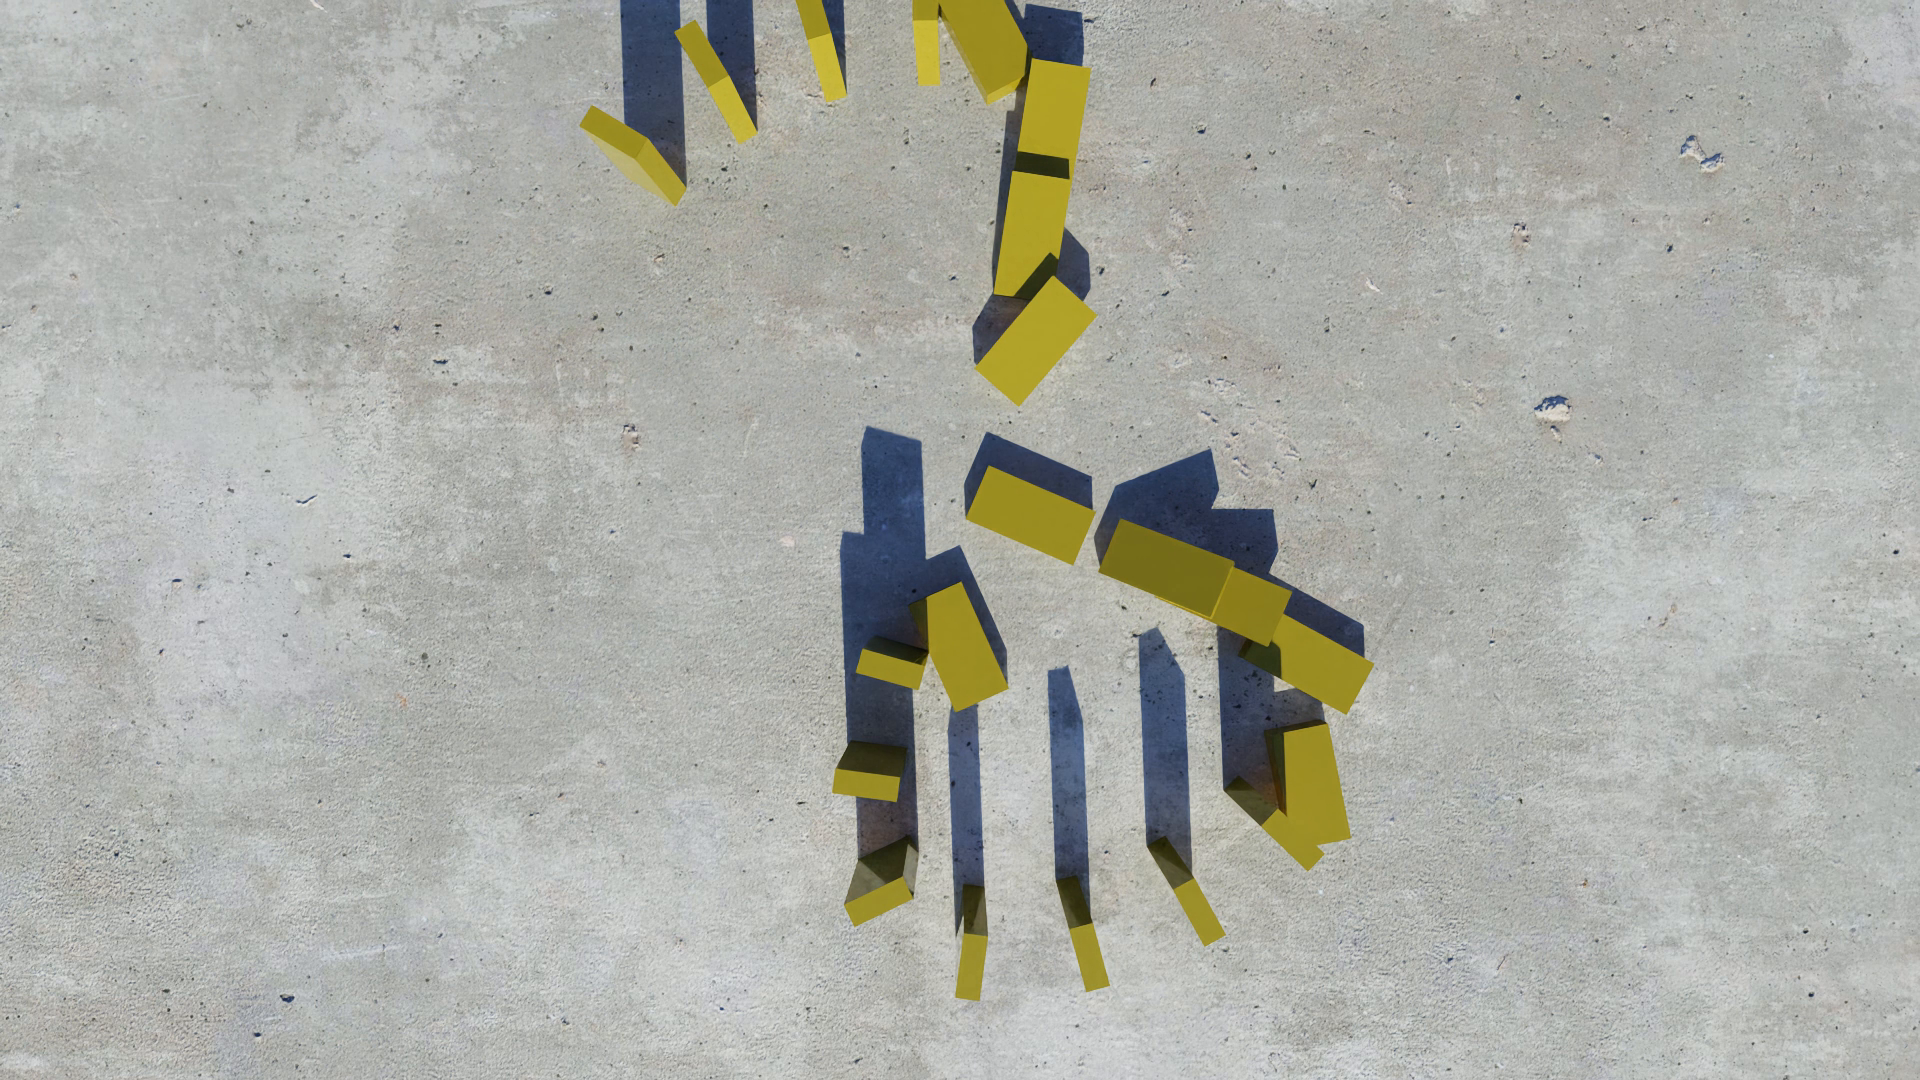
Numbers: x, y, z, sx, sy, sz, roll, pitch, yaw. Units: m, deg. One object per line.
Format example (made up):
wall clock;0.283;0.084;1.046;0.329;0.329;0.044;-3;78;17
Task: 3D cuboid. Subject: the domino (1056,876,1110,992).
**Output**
domino;0.050;0.160;0.375;0.010;0.050;0.025;-15;90;0

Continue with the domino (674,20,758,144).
domino;-0.099;-0.186;0.375;0.009;0.050;0.025;-31;90;0

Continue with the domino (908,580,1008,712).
domino;-0.001;0.046;0.395;0.025;0.009;0.050;-24;90;0

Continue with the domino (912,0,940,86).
domino;-0.013;-0.211;0.375;0.009;0.050;0.025;-1;90;0

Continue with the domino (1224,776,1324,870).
domino;0.127;0.115;0.375;0.025;0.050;0.009;44;90;0

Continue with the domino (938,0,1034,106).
domino;0.011;-0.218;0.395;0.025;0.009;0.050;-28;90;0

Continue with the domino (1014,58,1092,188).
domino;0.039;-0.175;0.390;0.025;0.009;0.050;9;102;0

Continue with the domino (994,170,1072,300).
domino;0.031;-0.128;0.390;0.025;0.009;0.050;9;102;0

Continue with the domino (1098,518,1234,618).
domino;0.087;0.012;0.386;0.050;0.010;0.025;23;89;21

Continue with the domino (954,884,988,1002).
domino;0.004;0.163;0.375;0.009;0.050;0.025;8;90;0

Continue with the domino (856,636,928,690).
domino;-0.027;0.049;0.375;0.025;0.050;0.009;16;90;0

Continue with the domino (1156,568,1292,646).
domino;0.112;0.023;0.390;0.050;0.010;0.025;24;90;12

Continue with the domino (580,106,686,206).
domino;-0.132;-0.156;0.375;0.025;0.050;0.009;31;90;0

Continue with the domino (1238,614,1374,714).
domino;0.149;0.052;0.395;0.050;0.009;0.025;29;90;0

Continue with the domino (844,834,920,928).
domino;-0.031;0.138;0.375;0.025;0.050;0.010;-26;90;0

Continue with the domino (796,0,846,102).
domino;-0.057;-0.204;0.375;0.010;0.050;0.025;-17;90;0

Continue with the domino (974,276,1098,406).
domino;0.032;-0.084;0.390;0.025;0.010;0.050;40;100;-6

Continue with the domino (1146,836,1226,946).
domino;0.092;0.142;0.375;0.009;0.050;0.025;-29;90;0

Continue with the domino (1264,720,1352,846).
domino;0.150;0.105;0.395;0.025;0.009;0.050;-11;90;0

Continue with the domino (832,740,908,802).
domino;-0.036;0.094;0.375;0.025;0.050;0.009;8;90;0

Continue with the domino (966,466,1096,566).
domino;0.030;-0.010;0.395;0.050;0.009;0.025;23;90;0
